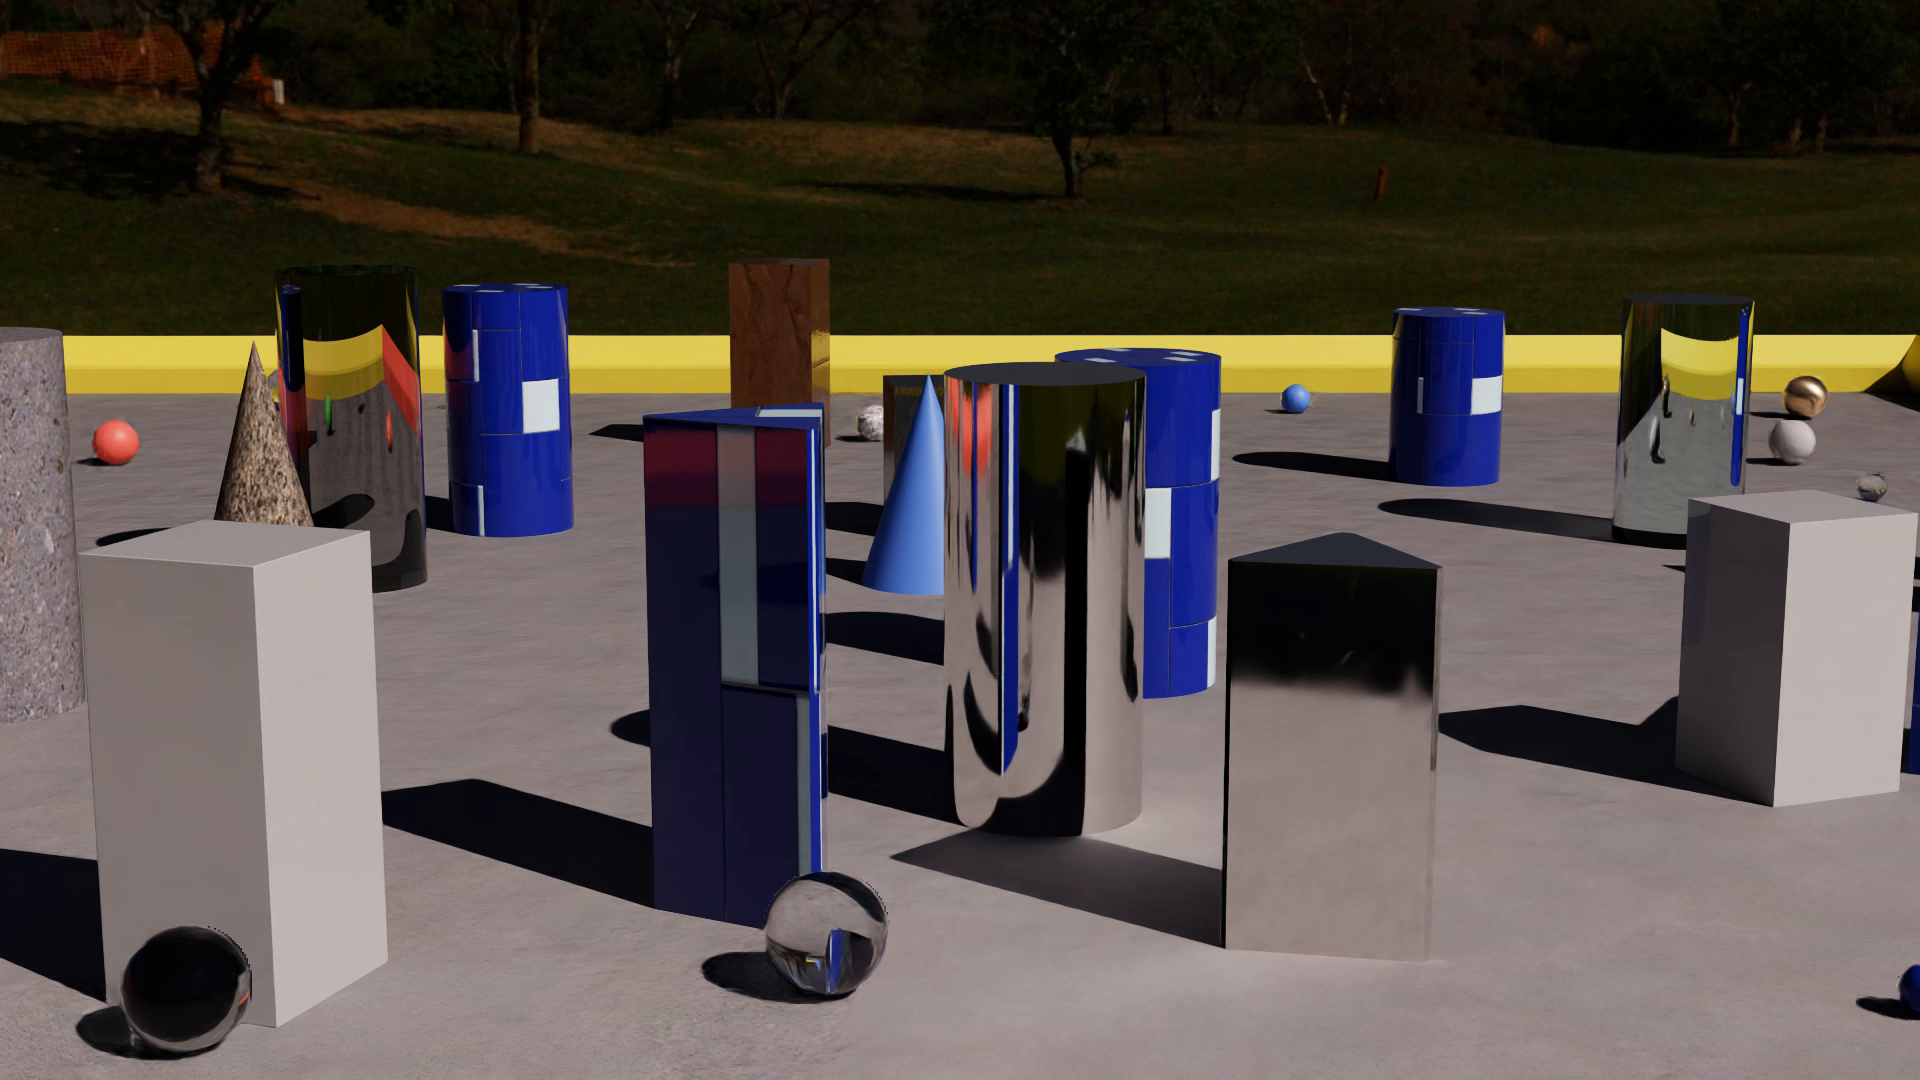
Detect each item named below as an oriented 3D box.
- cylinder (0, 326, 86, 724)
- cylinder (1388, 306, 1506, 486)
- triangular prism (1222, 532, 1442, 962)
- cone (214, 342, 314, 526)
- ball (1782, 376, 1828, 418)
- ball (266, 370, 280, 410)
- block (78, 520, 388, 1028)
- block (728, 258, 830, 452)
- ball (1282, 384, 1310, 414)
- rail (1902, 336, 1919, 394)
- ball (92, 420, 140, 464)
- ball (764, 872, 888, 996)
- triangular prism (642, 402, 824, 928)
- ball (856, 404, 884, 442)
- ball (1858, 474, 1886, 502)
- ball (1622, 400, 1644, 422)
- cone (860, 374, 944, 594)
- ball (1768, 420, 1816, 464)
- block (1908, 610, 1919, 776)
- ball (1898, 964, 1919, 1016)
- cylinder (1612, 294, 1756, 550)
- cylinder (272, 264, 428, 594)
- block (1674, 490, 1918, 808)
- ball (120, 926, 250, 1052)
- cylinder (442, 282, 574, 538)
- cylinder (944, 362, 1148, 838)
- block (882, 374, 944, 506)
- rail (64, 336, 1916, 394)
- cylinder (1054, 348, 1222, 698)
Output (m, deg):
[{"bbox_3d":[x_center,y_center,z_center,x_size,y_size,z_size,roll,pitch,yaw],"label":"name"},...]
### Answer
[{"bbox_3d":[-1.111,-0.020,2.919,0.196,0.426,0.196,0,11,0],"label":"cylinder"},{"bbox_3d":[0.863,-0.257,4.551,0.196,0.297,0.196,0,11,0],"label":"cylinder"},{"bbox_3d":[0.317,0.168,2.168,0.170,0.330,0.147,2,11,12],"label":"triangular prism"},{"bbox_3d":[-0.924,-0.080,3.390,0.196,0.373,0.196,0,11,0],"label":"cone"},{"bbox_3d":[1.761,-0.298,5.344,0.090,0.090,0.090,0,11,0],"label":"ball"},{"bbox_3d":[-1.425,-0.318,5.436,0.096,0.096,0.096,0,11,0],"label":"ball"},{"bbox_3d":[-0.570,0.178,2.030,0.157,0.360,0.157,4,11,19],"label":"block"},{"bbox_3d":[-0.341,-0.350,4.882,0.157,0.359,0.157,2,11,10],"label":"block"},{"bbox_3d":[0.709,-0.297,5.416,0.062,0.062,0.062,0,11,0],"label":"ball"},{"bbox_3d":[2.135,0.031,3.461,0.045,0.127,4.684,0,11,0],"label":"rail"},{"bbox_3d":[-1.555,-0.179,4.725,0.082,0.082,0.082,0,11,0],"label":"ball"},{"bbox_3d":[-0.106,0.312,2.031,0.098,0.098,0.098,0,11,0],"label":"ball"},{"bbox_3d":[-0.159,0.104,2.231,0.170,0.434,0.147,6,12,28],"label":"triangular prism"},{"bbox_3d":[-0.166,-0.228,5.012,0.072,0.072,0.072,0,11,0],"label":"ball"},{"bbox_3d":[1.539,-0.088,4.329,0.046,0.046,0.046,0,11,0],"label":"ball"},{"bbox_3d":[1.390,-0.267,5.304,0.042,0.042,0.042,0,11,0],"label":"ball"},{"bbox_3d":[-0.044,-0.089,3.637,0.196,0.300,0.196,0,11,0],"label":"cone"},{"bbox_3d":[1.534,-0.181,4.730,0.083,0.083,0.083,0,11,0],"label":"ball"},{"bbox_3d":[1.093,0.107,2.674,0.157,0.265,0.157,6,12,29],"label":"block"},{"bbox_3d":[0.749,0.348,1.987,0.042,0.042,0.042,0,11,0],"label":"ball"},{"bbox_3d":[1.115,-0.186,3.959,0.196,0.373,0.196,0,11,0],"label":"cylinder"},{"bbox_3d":[-0.860,-0.160,3.626,0.196,0.443,0.196,0,11,0],"label":"cylinder"},{"bbox_3d":[0.851,0.106,2.622,0.157,0.287,0.157,-4,11,-21],"label":"block"},{"bbox_3d":[-0.578,0.335,1.916,0.093,0.093,0.093,0,11,0],"label":"ball"},{"bbox_3d":[-0.715,-0.209,4.064,0.196,0.381,0.196,0,11,0],"label":"cylinder"},{"bbox_3d":[0.082,0.053,2.506,0.196,0.434,0.196,0,11,0],"label":"cylinder"},{"bbox_3d":[-0.034,-0.133,4.048,0.157,0.238,0.157,-1,11,-8],"label":"block"},{"bbox_3d":[-0.013,-0.390,5.728,4.317,0.127,0.045,0,11,0],"label":"rail"},{"bbox_3d":[0.209,-0.024,3.045,0.196,0.389,0.196,0,11,0],"label":"cylinder"}]
